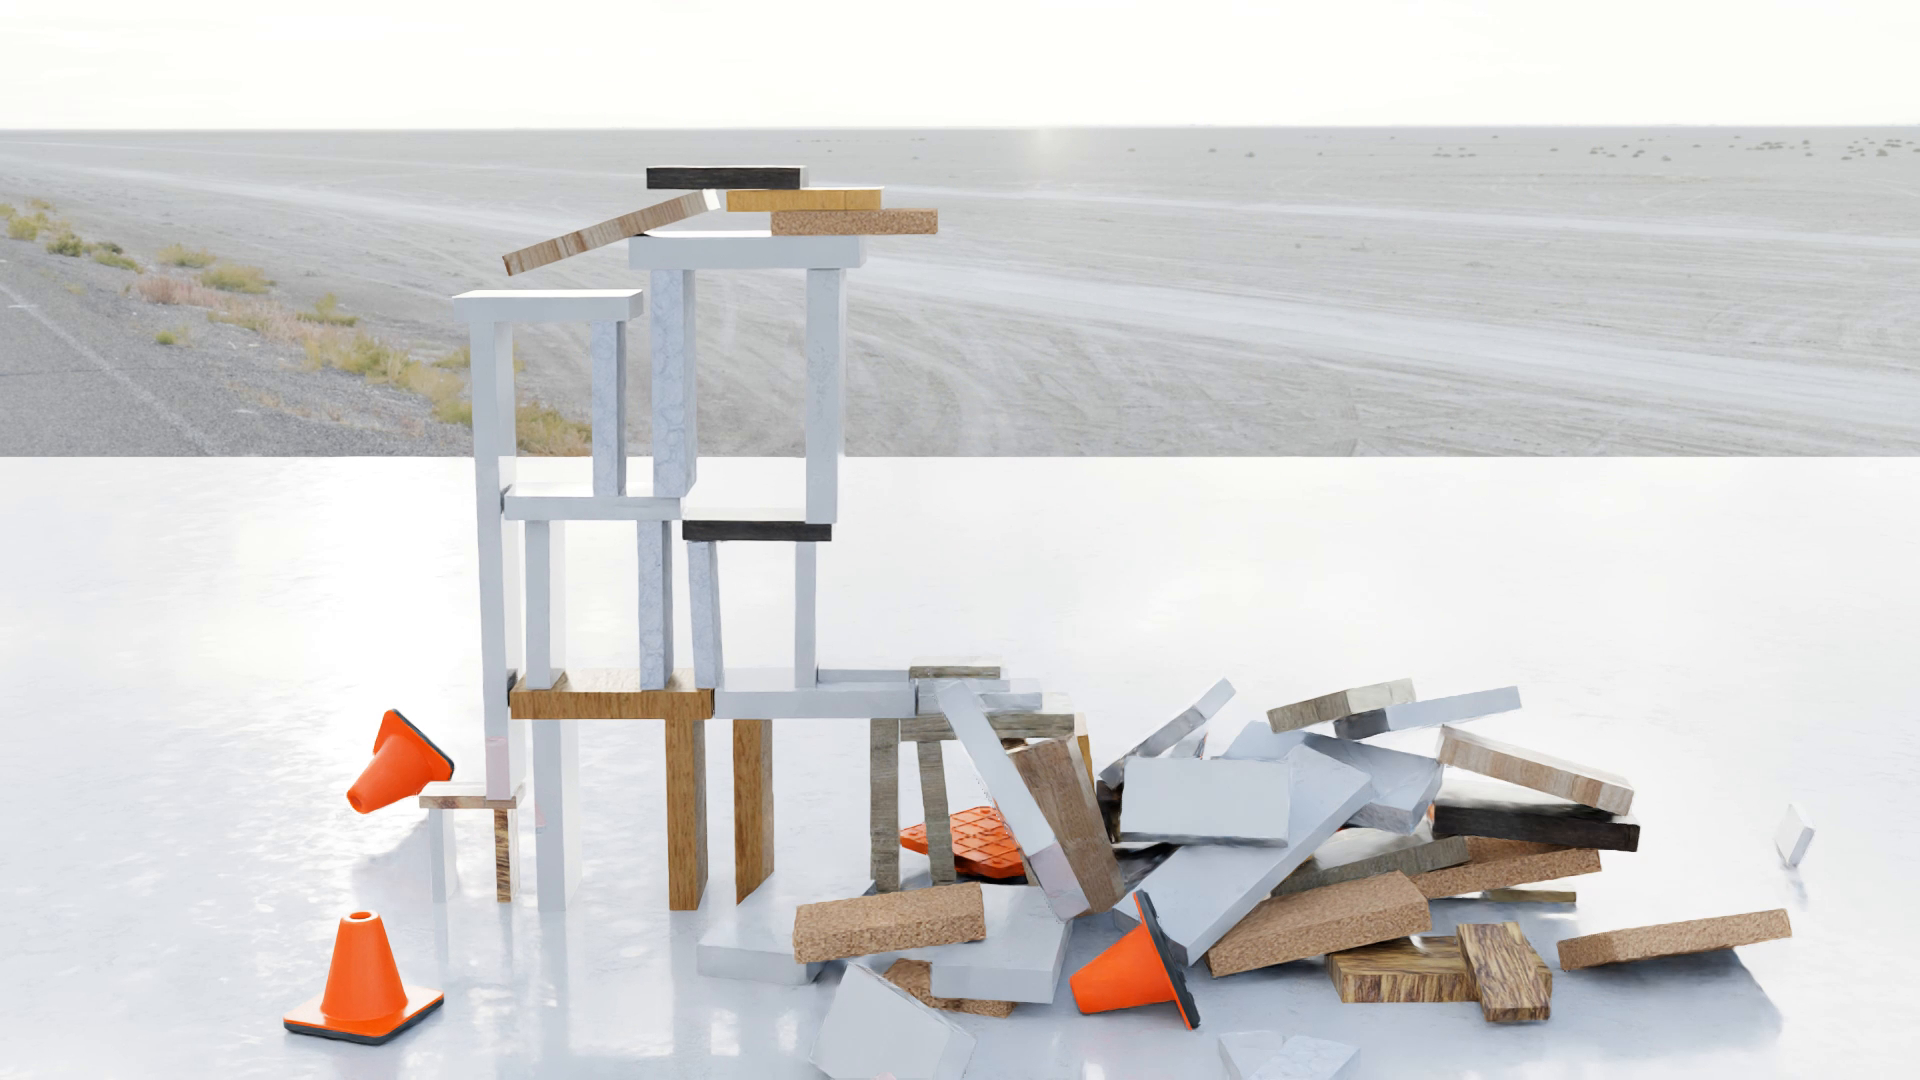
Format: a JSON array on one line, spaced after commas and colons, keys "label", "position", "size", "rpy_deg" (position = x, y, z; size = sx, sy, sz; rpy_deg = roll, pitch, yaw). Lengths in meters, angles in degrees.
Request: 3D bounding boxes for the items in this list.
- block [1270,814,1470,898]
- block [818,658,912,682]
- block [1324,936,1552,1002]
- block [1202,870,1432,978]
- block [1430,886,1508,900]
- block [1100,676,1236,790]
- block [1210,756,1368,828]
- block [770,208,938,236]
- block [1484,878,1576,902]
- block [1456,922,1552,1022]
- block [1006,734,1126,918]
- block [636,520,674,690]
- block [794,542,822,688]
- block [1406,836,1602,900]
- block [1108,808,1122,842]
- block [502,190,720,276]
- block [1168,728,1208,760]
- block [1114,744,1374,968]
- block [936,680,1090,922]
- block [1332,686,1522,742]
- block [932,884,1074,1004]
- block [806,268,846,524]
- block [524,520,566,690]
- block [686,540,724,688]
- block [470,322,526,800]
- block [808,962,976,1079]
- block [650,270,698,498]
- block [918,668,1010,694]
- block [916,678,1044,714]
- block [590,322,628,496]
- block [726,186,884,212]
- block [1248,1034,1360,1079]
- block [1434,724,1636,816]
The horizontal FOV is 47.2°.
[{"label": "block", "position": [0.667, 0.525, 3.652], "size": [0.326, 0.046, 0.163], "rpy_deg": [-15, 9, 5]}, {"label": "block", "position": [-0.155, 0.214, 3.615], "size": [0.149, 0.021, 0.075], "rpy_deg": [0, 11, 4]}, {"label": "block", "position": [0.710, 0.640, 3.282], "size": [0.306, 0.043, 0.153], "rpy_deg": [0, 11, -1]}, {"label": "block", "position": [0.533, 0.584, 3.359], "size": [0.336, 0.048, 0.168], "rpy_deg": [-12, 7, -1]}, {"label": "block", "position": [0.845, 0.566, 3.663], "size": [0.142, 0.020, 0.071], "rpy_deg": [-10, 10, 4]}, {"label": "block", "position": [0.345, 0.322, 3.663], "size": [0.240, 0.034, 0.120], "rpy_deg": [-41, -5, 36]}, {"label": "block", "position": [0.582, 0.421, 3.671], "size": [0.336, 0.048, 0.168], "rpy_deg": [1, 18, 10]}, {"label": "block", "position": [-0.164, -0.501, 3.460], "size": [0.255, 0.036, 0.127], "rpy_deg": [0, 11, 1]}, {"label": "block", "position": [0.947, 0.581, 3.661], "size": [0.142, 0.020, 0.071], "rpy_deg": [1, 11, 3]}, {"label": "block", "position": [0.787, 0.625, 3.191], "size": [0.090, 0.025, 0.180], "rpy_deg": [-1, 31, -2]}, {"label": "block", "position": [0.157, 0.462, 3.504], "size": [0.141, 0.282, 0.040], "rpy_deg": [-17, 2, 26]}, {"label": "block", "position": [-0.495, 0.092, 3.578], "size": [0.039, 0.276, 0.138], "rpy_deg": [0, 10, -1]}, {"label": "block", "position": [-0.247, 0.109, 3.583], "size": [0.034, 0.239, 0.119], "rpy_deg": [1, 10, 1]}, {"label": "block", "position": [0.880, 0.528, 3.649], "size": [0.326, 0.046, 0.163], "rpy_deg": [-10, 10, 5]}, {"label": "block", "position": [0.420, 0.473, 3.693], "size": [0.333, 0.032, 0.112], "rpy_deg": [-2, 6, 0]}, {"label": "block", "position": [-0.550, -0.489, 3.481], "size": [0.333, 0.034, 0.120], "rpy_deg": [-17, 10, 5]}, {"label": "block", "position": [0.371, 0.396, 3.679], "size": [0.034, 0.120, 0.240], "rpy_deg": [13, 10, 12]}, {"label": "block", "position": [0.444, 0.479, 3.400], "size": [0.143, 0.041, 0.464], "rpy_deg": [24, 46, 39]}, {"label": "block", "position": [0.077, 0.389, 3.304], "size": [0.049, 0.174, 0.362], "rpy_deg": [-29, 44, -4]}, {"label": "block", "position": [0.788, 0.295, 3.703], "size": [0.286, 0.041, 0.143], "rpy_deg": [-6, -11, -28]}, {"label": "block", "position": [0.070, 0.602, 3.310], "size": [0.174, 0.049, 0.348], "rpy_deg": [2, 11, 8]}, {"label": "block", "position": [-0.214, -0.238, 3.523], "size": [0.050, 0.400, 0.178], "rpy_deg": [1, 11, 0]}, {"label": "block", "position": [-0.674, 0.091, 3.579], "size": [0.039, 0.276, 0.138], "rpy_deg": [2, 11, 0]}, {"label": "block", "position": [-0.414, 0.110, 3.581], "size": [0.034, 0.239, 0.119], "rpy_deg": [-2, 11, 0]}, {"label": "block", "position": [-0.748, 0.028, 3.570], "size": [0.039, 0.775, 0.137], "rpy_deg": [0, 11, 0]}, {"label": "block", "position": [-0.092, 0.663, 2.864], "size": [0.040, 0.141, 0.282], "rpy_deg": [26, -5, -31]}, {"label": "block", "position": [-0.457, -0.258, 3.521], "size": [0.050, 0.356, 0.178], "rpy_deg": [1, 10, -1]}, {"label": "block", "position": [0.006, 0.232, 3.603], "size": [0.149, 0.021, 0.075], "rpy_deg": [-1, 11, -1]}, {"label": "block", "position": [0.032, 0.255, 3.611], "size": [0.202, 0.029, 0.101], "rpy_deg": [-2, 11, -2]}, {"label": "block", "position": [-0.560, -0.217, 3.513], "size": [0.039, 0.274, 0.137], "rpy_deg": [1, 10, -2]}, {"label": "block", "position": [-0.241, -0.537, 3.469], "size": [0.239, 0.034, 0.120], "rpy_deg": [0, 11, 1]}, {"label": "block", "position": [0.444, 0.700, 2.867], "size": [0.090, 0.025, 0.203], "rpy_deg": [6, 12, 30]}, {"label": "block", "position": [0.933, 0.374, 3.587], "size": [0.306, 0.043, 0.153], "rpy_deg": [16, 5, 10]}]
